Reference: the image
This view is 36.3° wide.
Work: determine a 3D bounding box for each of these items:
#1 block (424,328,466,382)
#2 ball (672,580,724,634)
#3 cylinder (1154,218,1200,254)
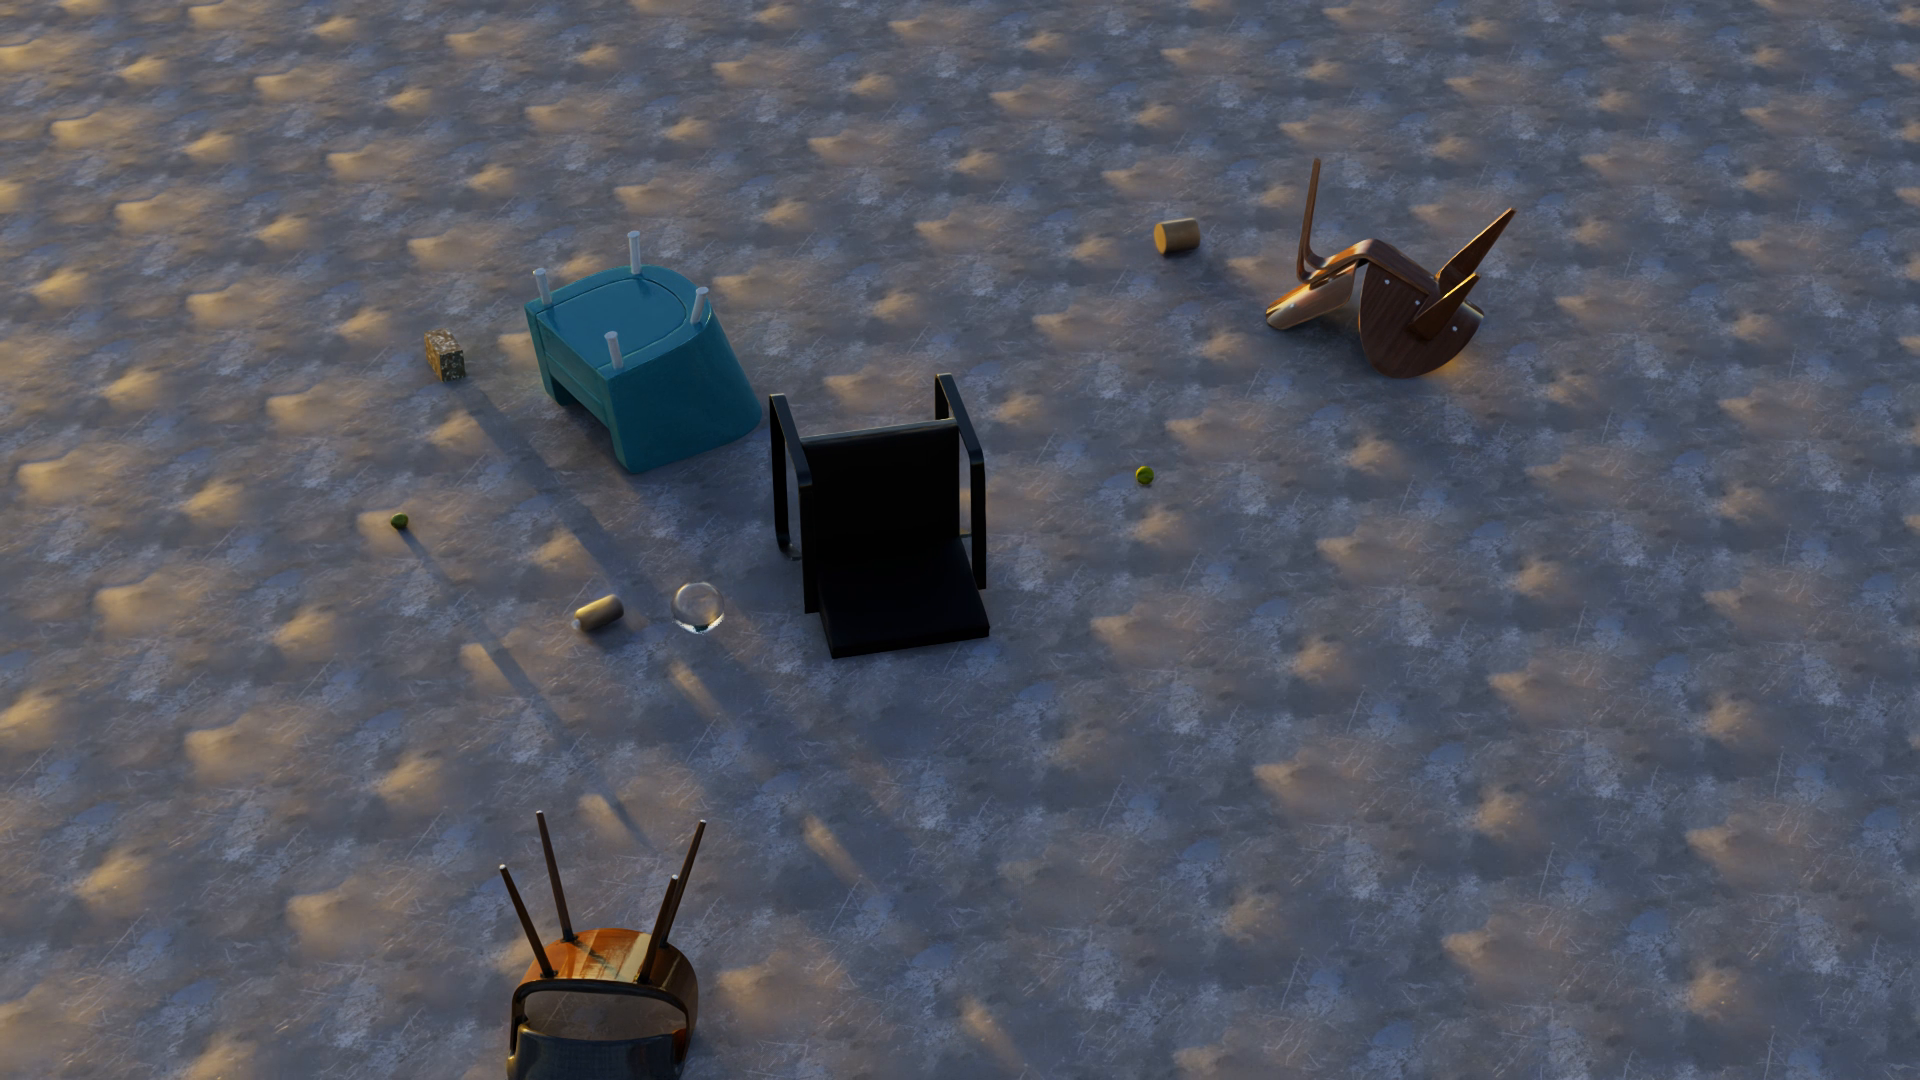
[{"bbox_3d":[-2.105,-0.758,11.978,0.099,0.127,0.209,-15,36,-21],"label":"block"},{"bbox_3d":[-0.930,0.239,10.411,0.188,0.188,0.188,0,33,0],"label":"ball"},{"bbox_3d":[0.952,-1.331,12.840,0.159,0.137,0.135,-10,72,-15],"label":"cylinder"}]
